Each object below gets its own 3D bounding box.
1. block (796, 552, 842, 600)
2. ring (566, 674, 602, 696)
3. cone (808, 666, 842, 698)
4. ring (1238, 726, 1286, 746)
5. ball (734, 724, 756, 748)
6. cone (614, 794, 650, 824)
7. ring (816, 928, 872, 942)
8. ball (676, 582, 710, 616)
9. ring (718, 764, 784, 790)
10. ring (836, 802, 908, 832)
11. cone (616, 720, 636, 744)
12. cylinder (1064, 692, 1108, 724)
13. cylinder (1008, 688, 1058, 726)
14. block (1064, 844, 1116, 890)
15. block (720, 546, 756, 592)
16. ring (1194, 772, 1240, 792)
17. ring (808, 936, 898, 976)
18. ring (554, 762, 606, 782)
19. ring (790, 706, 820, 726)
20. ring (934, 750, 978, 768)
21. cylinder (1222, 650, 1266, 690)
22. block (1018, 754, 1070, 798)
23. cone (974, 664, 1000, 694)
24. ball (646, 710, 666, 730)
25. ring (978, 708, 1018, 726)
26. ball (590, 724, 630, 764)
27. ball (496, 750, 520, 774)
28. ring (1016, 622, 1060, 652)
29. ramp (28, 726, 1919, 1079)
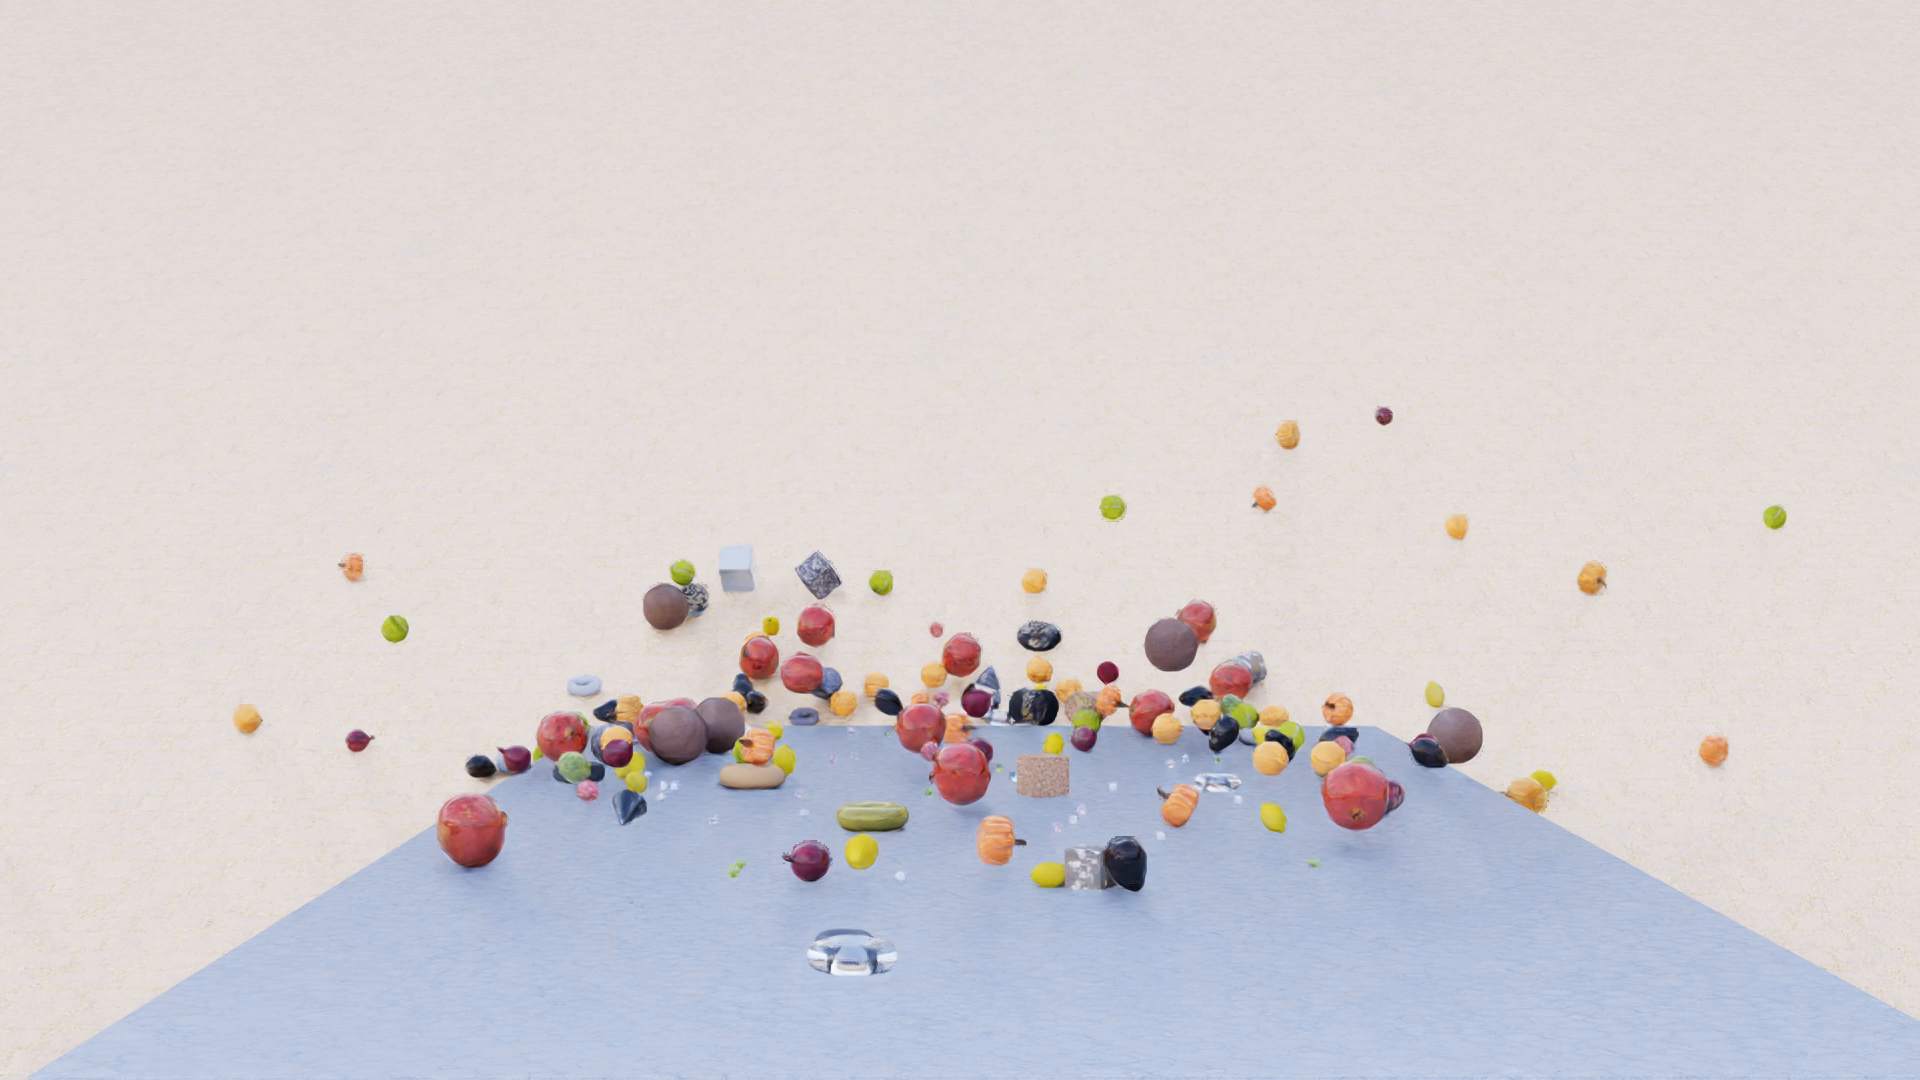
[{"bbox_3d":[-0.403,0.103,7.357,0.082,0.082,0.082,-40,45,-9],"label":"block"},{"bbox_3d":[-1.008,0.390,6.918,0.094,0.031,0.094,-1,24,1],"label":"ring"},{"bbox_3d":[-0.353,0.394,6.823,0.092,0.092,0.092,-3,18,-6],"label":"cone"},{"bbox_3d":[0.714,0.464,6.099,0.115,0.038,0.115,-1,2,0],"label":"ring"},{"bbox_3d":[-0.501,0.458,6.034,0.053,0.053,0.053,0,27,0],"label":"ball"},{"bbox_3d":[-0.597,0.492,4.599,0.067,0.067,0.067,7,12,14],"label":"cone"},{"bbox_3d":[-0.148,0.515,3.305,0.077,0.026,0.077,-1,1,0],"label":"ring"},{"bbox_3d":[-0.752,0.167,7.282,0.093,0.093,0.093,0,27,0],"label":"ball"},{"bbox_3d":[-0.419,0.475,5.196,0.134,0.045,0.134,1,0,0],"label":"ring"},{"bbox_3d":[-0.153,0.487,4.544,0.128,0.043,0.128,-1,1,0],"label":"ring"},{"bbox_3d":[-0.782,0.469,6.013,0.069,0.069,0.069,-8,29,-14],"label":"cone"},{"bbox_3d":[0.326,0.432,6.642,0.082,0.082,0.082,24,14,38],"label":"cylinder"},{"bbox_3d":[0.189,0.429,6.635,0.091,0.091,0.091,-21,13,-35],"label":"cylinder"},{"bbox_3d":[0.195,0.489,3.860,0.058,0.058,0.058,0,1,27],"label":"block"},{"bbox_3d":[-0.638,0.083,7.408,0.092,0.092,0.092,-4,46,2],"label":"block"},{"bbox_3d":[0.513,0.482,5.146,0.093,0.031,0.093,1,0,0],"label":"ring"},{"bbox_3d":[-0.133,0.511,3.176,0.111,0.037,0.111,1,0,0],"label":"ring"},{"bbox_3d":[-0.784,0.478,5.315,0.108,0.036,0.108,0,2,0],"label":"ring"},{"bbox_3d":[-0.408,0.465,6.779,0.078,0.026,0.078,-1,28,0],"label":"ring"},{"bbox_3d":[-0.008,0.475,5.582,0.098,0.033,0.098,1,1,0],"label":"ring"},{"bbox_3d":[0.765,0.349,6.936,0.084,0.084,0.084,-17,32,-31],"label":"cylinder"},{"bbox_3d":[0.163,0.461,5.061,0.076,0.076,0.076,0,1,-26],"label":"block"},{"bbox_3d":[0.079,0.361,6.919,0.071,0.071,0.071,7,31,-4],"label":"cone"},{"bbox_3d":[-0.766,0.451,6.498,0.051,0.051,0.051,0,27,0],"label":"ball"},{"bbox_3d":[0.104,0.459,6.698,0.112,0.037,0.112,1,0,0],"label":"ring"},{"bbox_3d":[-0.765,0.446,5.653,0.088,0.088,0.088,0,27,0],"label":"ball"},{"bbox_3d":[-1.146,0.564,6.551,0.059,0.059,0.059,0,27,0],"label":"ball"},{"bbox_3d":[0.218,0.266,7.147,0.123,0.041,0.123,0,28,0],"label":"ring"},{"bbox_3d":[0.062,0.557,4.594,2.000,0.100,4.000,0,1,0],"label":"ramp"}]
